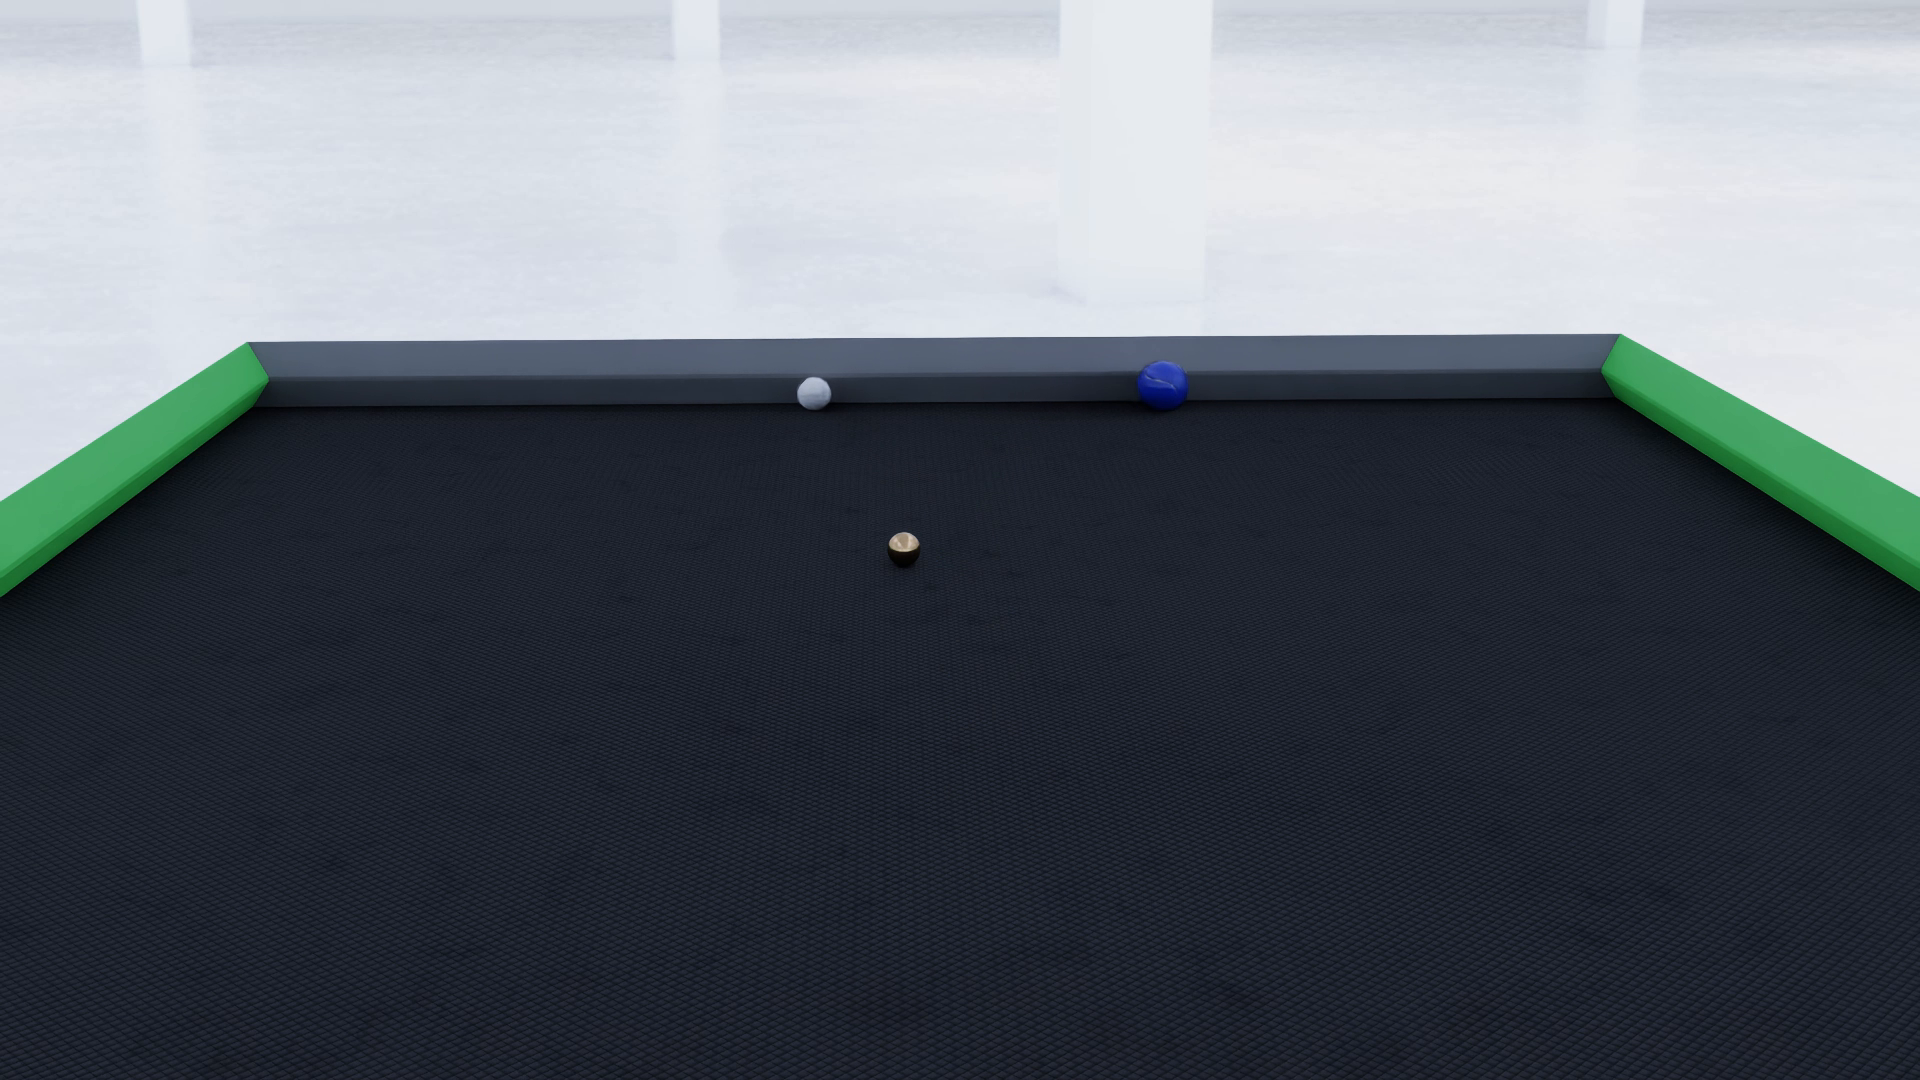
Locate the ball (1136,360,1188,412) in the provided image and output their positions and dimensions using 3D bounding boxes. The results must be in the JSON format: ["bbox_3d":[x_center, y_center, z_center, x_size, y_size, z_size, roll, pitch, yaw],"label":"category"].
[{"bbox_3d":[0.344,-0.262,3.748,0.086,0.086,0.086,0,16,0],"label":"ball"}]

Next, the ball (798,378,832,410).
[{"bbox_3d":[-0.248,-0.250,3.757,0.057,0.057,0.057,0,16,0],"label":"ball"}]

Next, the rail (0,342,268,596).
[{"bbox_3d":[-1.132,0.245,1.867,0.045,0.112,3.970,-1,16,-2],"label":"rail"}]

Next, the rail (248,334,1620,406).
[{"bbox_3d":[-0.032,-0.289,3.794,2.379,0.112,0.045,-1,16,-2],"label":"rail"}]

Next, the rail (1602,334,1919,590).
[{"bbox_3d":[1.198,0.224,1.942,0.045,0.112,3.970,-1,16,-2],"label":"rail"}]

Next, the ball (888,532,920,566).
[{"bbox_3d":[-0.072,0.012,2.839,0.044,0.044,0.044,0,16,0],"label":"ball"}]
